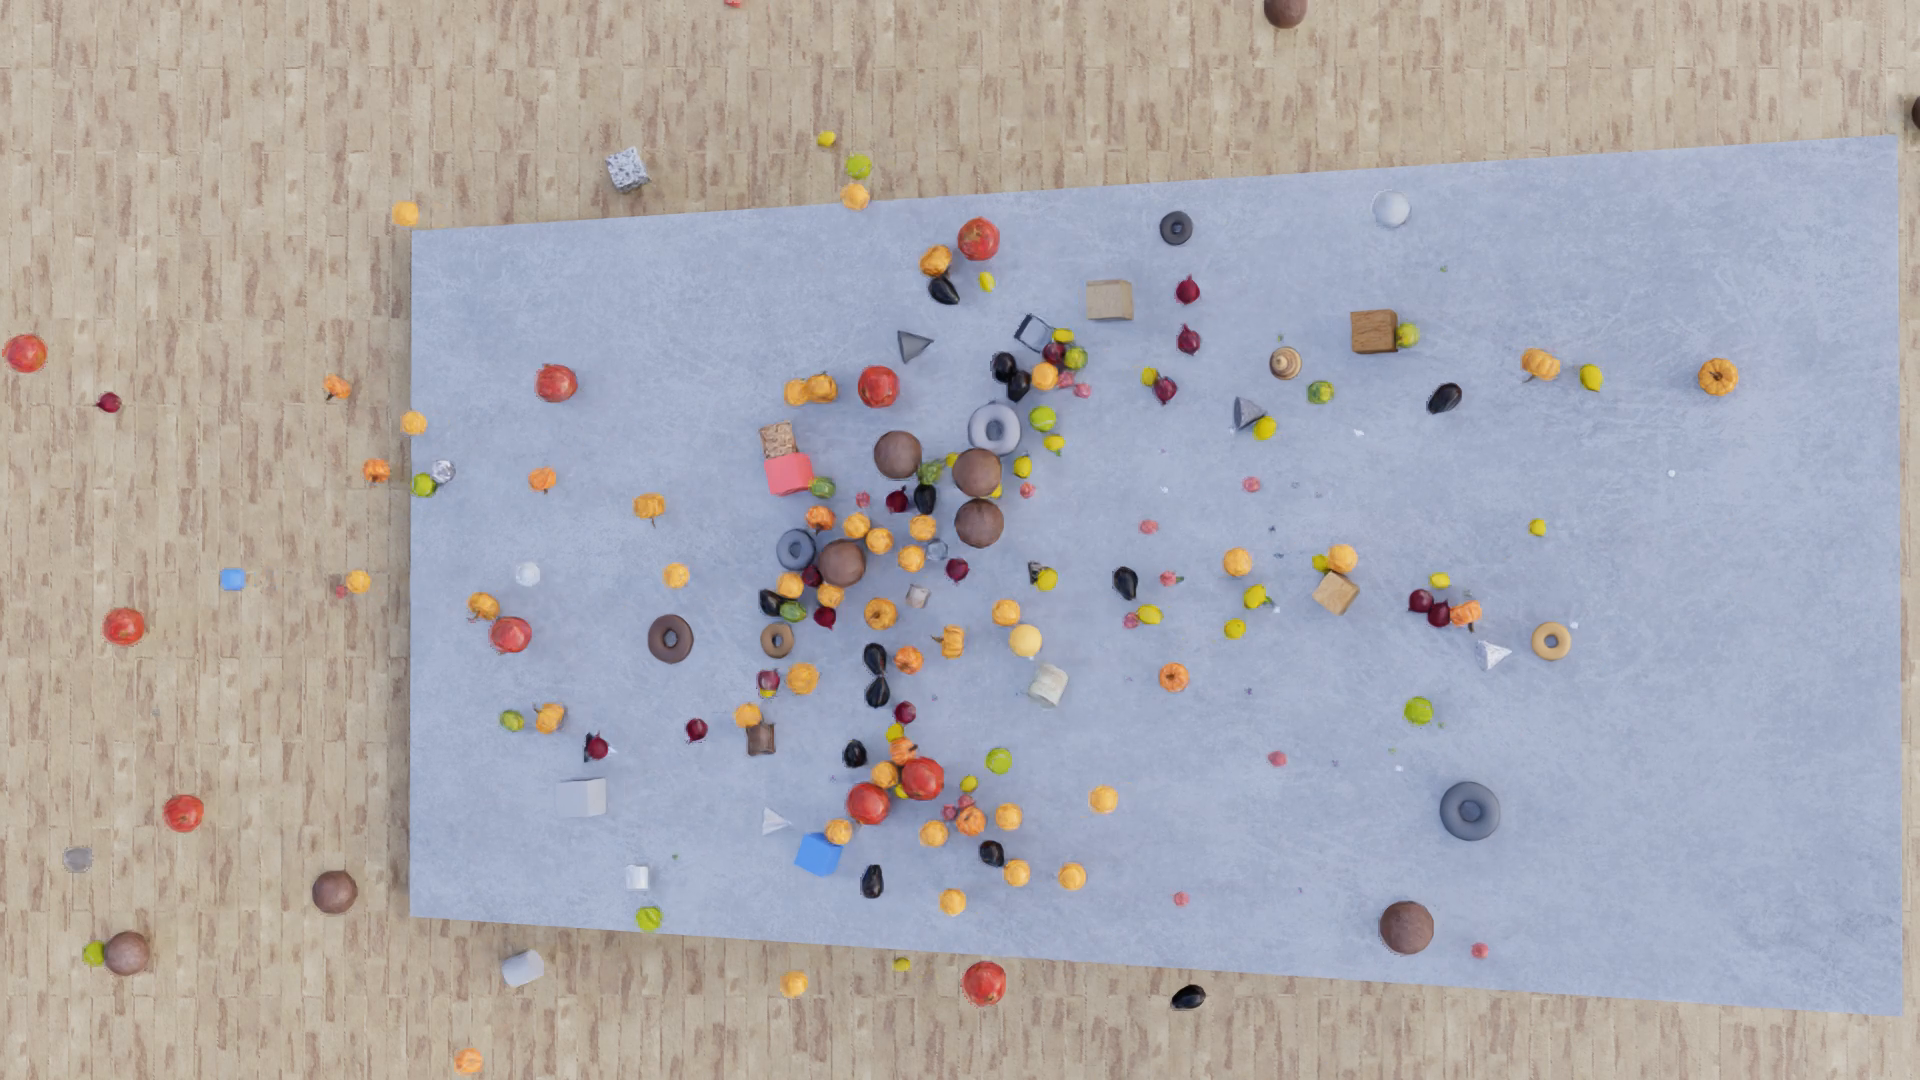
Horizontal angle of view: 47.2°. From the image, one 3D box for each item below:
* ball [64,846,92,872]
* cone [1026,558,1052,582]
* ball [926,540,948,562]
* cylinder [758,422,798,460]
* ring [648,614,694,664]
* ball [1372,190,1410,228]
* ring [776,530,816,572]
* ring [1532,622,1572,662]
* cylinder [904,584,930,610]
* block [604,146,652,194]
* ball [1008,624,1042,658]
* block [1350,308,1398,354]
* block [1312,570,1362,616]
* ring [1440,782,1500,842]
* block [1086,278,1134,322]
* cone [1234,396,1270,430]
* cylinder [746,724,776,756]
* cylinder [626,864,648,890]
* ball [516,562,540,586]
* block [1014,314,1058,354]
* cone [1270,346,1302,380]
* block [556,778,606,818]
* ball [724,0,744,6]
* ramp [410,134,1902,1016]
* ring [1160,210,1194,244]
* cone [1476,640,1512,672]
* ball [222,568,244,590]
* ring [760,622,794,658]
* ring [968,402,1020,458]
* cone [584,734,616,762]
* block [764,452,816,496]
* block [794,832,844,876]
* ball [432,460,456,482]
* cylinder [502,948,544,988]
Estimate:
[{"bbox_3d":[-2.594,0.936,6.463,0.073,0.073,0.073,0,89,0],"label":"ball"},{"bbox_3d":[0.215,0.081,5.703,0.065,0.065,0.065,8,89,-23],"label":"cone"},{"bbox_3d":[-0.061,0.027,5.795,0.058,0.058,0.058,0,89,0],"label":"ball"},{"bbox_3d":[-0.490,-0.264,5.946,0.089,0.089,0.089,-17,82,0],"label":"cylinder"},{"bbox_3d":[-0.801,0.274,6.083,0.137,0.046,0.137,0,89,20],"label":"ring"},{"bbox_3d":[1.050,-0.807,5.362,0.090,0.090,0.090,0,89,0],"label":"ball"},{"bbox_3d":[-0.444,0.028,5.953,0.114,0.038,0.114,-1,88,21],"label":"ring"},{"bbox_3d":[1.409,0.242,5.242,0.094,0.031,0.094,0,90,20],"label":"ring"},{"bbox_3d":[-0.114,0.149,5.816,0.052,0.052,0.052,23,98,0],"label":"cylinder"},{"bbox_3d":[-0.978,-1.090,6.478,0.096,0.096,0.096,-23,89,0],"label":"block"},{"bbox_3d":[0.169,0.261,5.688,0.087,0.087,0.087,0,89,0],"label":"ball"},{"bbox_3d":[1.012,-0.508,5.369,0.096,0.096,0.096,-2,89,21],"label":"block"},{"bbox_3d":[0.926,0.130,5.403,0.079,0.079,0.079,38,102,17],"label":"block"},{"bbox_3d":[1.228,0.654,5.296,0.145,0.048,0.145,1,94,22],"label":"ring"},{"bbox_3d":[0.382,-0.610,5.613,0.095,0.095,0.095,-2,89,21],"label":"block"},{"bbox_3d":[0.736,-0.318,5.504,0.083,0.083,0.083,-1,89,-6],"label":"cone"},{"bbox_3d":[-0.540,0.543,5.957,0.073,0.073,0.073,-5,76,0],"label":"cylinder"},{"bbox_3d":[-0.895,0.933,6.090,0.060,0.060,0.060,0,88,0],"label":"cylinder"},{"bbox_3d":[-1.225,0.098,6.236,0.067,0.067,0.067,0,89,0],"label":"ball"},{"bbox_3d":[0.196,-0.534,5.696,0.071,0.071,0.071,37,102,17],"label":"block"},{"bbox_3d":[0.799,-0.442,5.456,0.085,0.085,0.085,0,89,21],"label":"cone"},{"bbox_3d":[-1.059,0.721,6.147,0.100,0.100,0.100,-5,88,21],"label":"block"},{"bbox_3d":[-0.669,-1.614,6.498,0.070,0.070,0.070,0,89,0],"label":"ball"},{"bbox_3d":[0.282,0.088,5.747,4.000,0.100,2.000,0,89,21],"label":"ramp"},{"bbox_3d":[0.550,-0.793,5.587,0.087,0.029,0.087,0,90,20],"label":"ring"},{"bbox_3d":[1.292,0.273,5.284,0.078,0.078,0.078,-8,89,-6],"label":"cone"},{"bbox_3d":[-2.142,0.114,6.478,0.065,0.065,0.065,0,89,0],"label":"ball"},{"bbox_3d":[-0.496,0.273,5.973,0.098,0.033,0.098,-1,88,22],"label":"ring"},{"bbox_3d":[0.089,-0.286,5.747,0.146,0.049,0.146,0,91,21],"label":"ring"},{"bbox_3d":[-1.005,0.587,6.161,0.087,0.087,0.087,6,89,-6],"label":"cone"},{"bbox_3d":[-0.459,-0.177,5.931,0.094,0.094,0.094,-14,84,20],"label":"block"},{"bbox_3d":[-0.377,0.841,5.892,0.084,0.084,0.084,23,97,20],"label":"block"},{"bbox_3d":[-1.490,-0.198,6.342,0.067,0.067,0.067,0,89,0],"label":"ball"},{"bbox_3d":[-1.279,1.254,6.440,0.087,0.087,0.087,-25,89,14],"label":"cylinder"}]
